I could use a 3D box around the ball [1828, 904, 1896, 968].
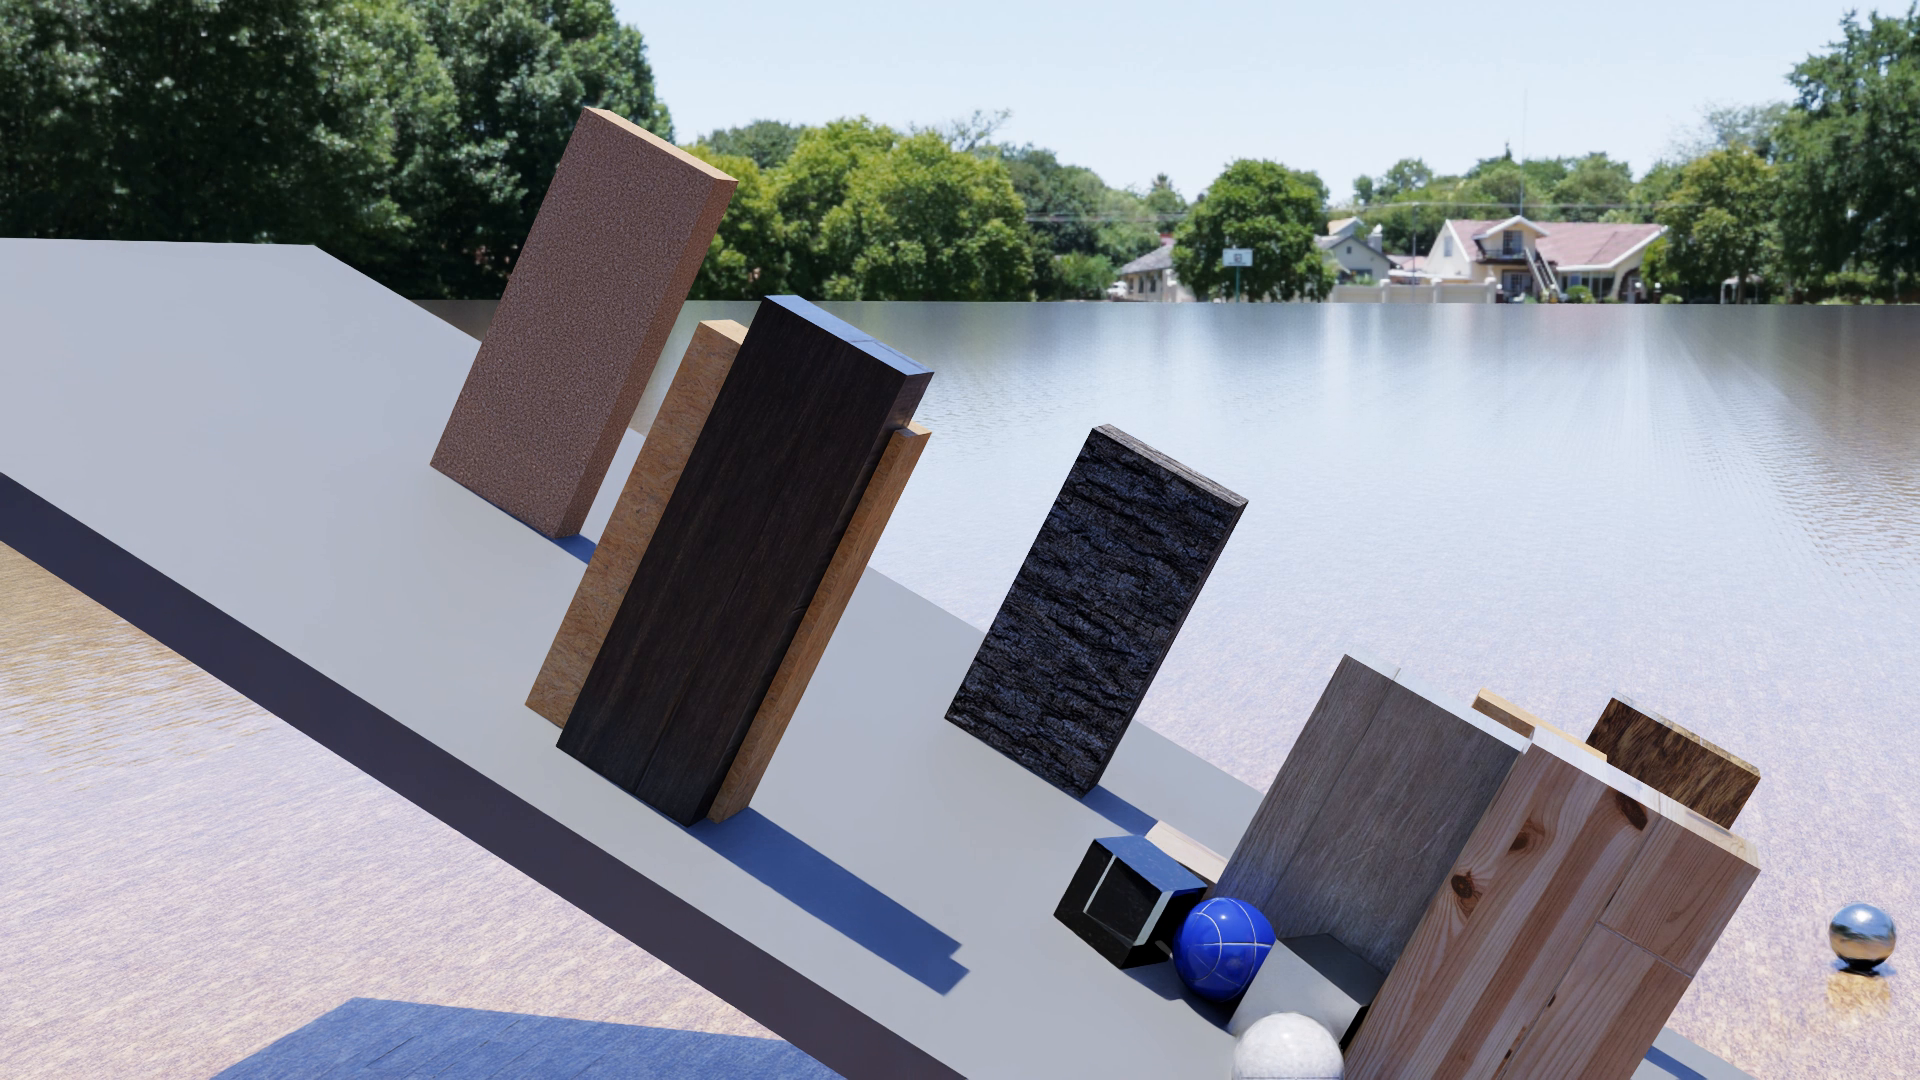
[{"bbox_3d":[2.414,1.058,5.882,0.170,0.170,0.170,0,7,0],"label":"ball"}]

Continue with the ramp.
[{"bbox_3d":[-0.232,0.388,4.153,4.000,0.100,2.000,30,14,12],"label":"ramp"}]

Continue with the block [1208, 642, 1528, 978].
[{"bbox_3d":[0.696,0.547,3.768,0.398,0.617,0.120,30,14,12],"label":"block"}]

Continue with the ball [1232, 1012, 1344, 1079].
[{"bbox_3d":[0.504,0.814,3.379,0.172,0.172,0.172,0,7,0],"label":"ball"}]

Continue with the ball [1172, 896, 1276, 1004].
[{"bbox_3d":[0.446,0.692,3.706,0.178,0.178,0.178,0,7,0],"label":"ball"}]

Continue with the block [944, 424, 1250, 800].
[{"bbox_3d":[0.268,0.140,4.369,0.320,0.663,0.139,30,14,12],"label":"block"}]

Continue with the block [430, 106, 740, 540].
[{"bbox_3d":[-0.742,-0.420,4.312,0.306,0.782,0.110,30,14,12],"label":"block"}]

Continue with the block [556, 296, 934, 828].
[{"bbox_3d":[-0.336,0.034,3.388,0.251,0.789,0.132,30,14,12],"label":"block"}]

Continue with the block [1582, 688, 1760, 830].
[{"bbox_3d":[1.335,0.658,4.527,0.325,0.618,0.091,30,14,12],"label":"block"}]

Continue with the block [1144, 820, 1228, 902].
[{"bbox_3d":[0.370,0.615,3.908,0.149,0.149,0.149,30,14,12],"label":"block"}]

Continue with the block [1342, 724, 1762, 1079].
[{"bbox_3d":[0.872,0.689,3.379,0.368,0.710,0.143,30,14,12],"label":"block"}]

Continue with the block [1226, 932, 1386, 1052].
[{"bbox_3d":[0.593,0.782,3.641,0.180,0.180,0.180,36,17,34],"label":"block"}]

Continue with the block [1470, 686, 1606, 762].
[{"bbox_3d":[1.031,0.595,4.388,0.274,0.529,0.105,30,14,12],"label":"block"}]

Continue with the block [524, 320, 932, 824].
[{"bbox_3d":[-0.372,0.049,3.473,0.375,0.692,0.125,30,14,12],"label":"block"}]

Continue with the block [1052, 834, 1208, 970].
[{"bbox_3d":[0.291,0.615,3.747,0.156,0.156,0.156,36,16,32],"label":"block"}]
